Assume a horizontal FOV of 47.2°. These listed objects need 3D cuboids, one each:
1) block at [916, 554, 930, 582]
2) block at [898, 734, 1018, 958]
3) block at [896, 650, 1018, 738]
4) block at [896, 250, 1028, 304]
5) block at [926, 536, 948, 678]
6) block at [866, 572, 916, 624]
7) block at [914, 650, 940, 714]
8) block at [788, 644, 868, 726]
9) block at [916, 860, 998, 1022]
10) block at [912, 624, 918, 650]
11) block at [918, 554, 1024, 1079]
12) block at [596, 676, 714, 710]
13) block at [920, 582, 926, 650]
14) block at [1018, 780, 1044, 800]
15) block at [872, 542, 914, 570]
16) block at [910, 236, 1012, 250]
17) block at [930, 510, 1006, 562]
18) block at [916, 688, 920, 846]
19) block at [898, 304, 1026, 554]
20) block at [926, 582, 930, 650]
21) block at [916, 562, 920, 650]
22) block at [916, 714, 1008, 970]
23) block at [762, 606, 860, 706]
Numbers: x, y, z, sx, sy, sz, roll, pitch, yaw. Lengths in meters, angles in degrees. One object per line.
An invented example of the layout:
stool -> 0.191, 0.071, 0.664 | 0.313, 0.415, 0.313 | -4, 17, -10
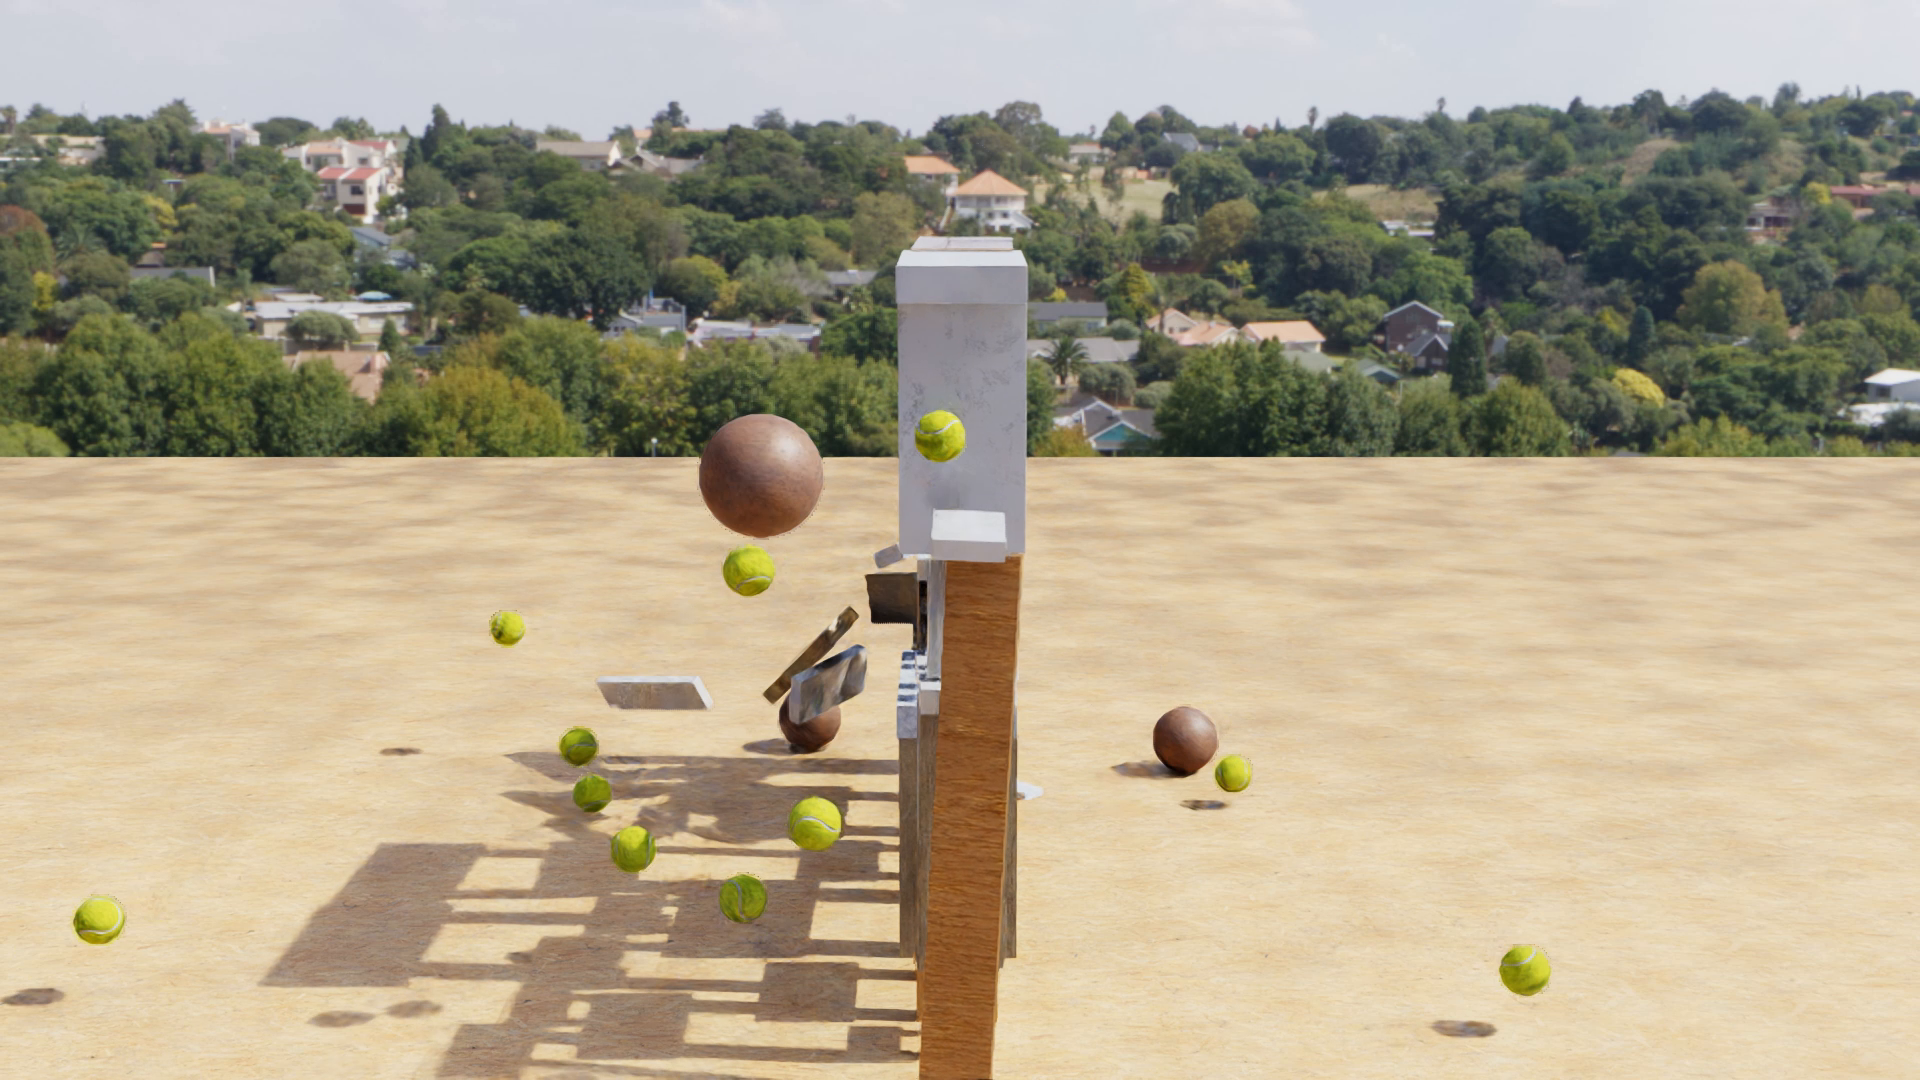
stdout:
block -> -0.007, 0.020, 3.186 | 0.111, 0.031, 0.221 | 0, 11, -2
block -> -0.003, 0.462, 3.374 | 0.180, 0.359, 0.051 | 0, 11, 0
block -> -0.005, 0.239, 3.455 | 0.180, 0.051, 0.359 | 0, 11, 0
block -> 0.003, -0.380, 3.159 | 0.179, 0.051, 0.357 | 0, 11, 0
block -> 0.006, 0.090, 2.916 | 0.094, 0.188, 0.027 | 1, 7, -3
block -> -0.113, 0.107, 4.056 | 0.027, 0.094, 0.187 | -9, 3, -30
block -> 0.002, 0.191, 2.989 | 0.118, 0.033, 0.236 | 0, 10, -3
block -> -0.248, 0.272, 4.149 | 0.027, 0.094, 0.187 | 24, 31, 32
block -> -0.004, 0.573, 3.135 | 0.115, 0.230, 0.033 | 0, 11, 0
block -> -0.005, 0.178, 4.024 | 0.159, 0.045, 0.318 | 0, 11, 0
block -> 0.013, 0.374, 2.854 | 0.094, 0.719, 0.027 | 4, 6, 9
block -> -0.570, 0.285, 4.090 | 0.275, 0.064, 0.018 | -3, 32, 41
block -> -0.004, 0.130, 3.290 | 0.111, 0.221, 0.031 | 0, 9, 0
block -> 0.109, 0.479, 4.229 | 0.049, 0.014, 0.098 | -10, 14, -42
block -> -0.081, 0.010, 3.921 | 0.107, 0.030, 0.213 | -22, 0, -15
block -> 0.006, -0.449, 3.487 | 0.154, 0.044, 0.309 | 0, 11, 1
block -> 0.011, -0.006, 2.848 | 0.094, 0.027, 0.188 | 2, 12, 0
block -> -0.002, 0.311, 3.091 | 0.118, 0.236, 0.033 | 0, 10, -2
block -> 0.003, -0.161, 3.099 | 0.179, 0.357, 0.051 | 0, 11, -1
block -> 0.009, 0.231, 3.153 | 0.111, 0.369, 0.031 | -1, 12, -4
block -> 0.000, 0.055, 3.550 | 0.137, 0.275, 0.039 | -1, 10, -7
block -> 0.003, 0.399, 2.950 | 0.118, 0.361, 0.033 | 0, 11, -3
block -> -0.284, 0.220, 4.181 | 0.233, 0.030, 0.107 | -44, 3, 42
